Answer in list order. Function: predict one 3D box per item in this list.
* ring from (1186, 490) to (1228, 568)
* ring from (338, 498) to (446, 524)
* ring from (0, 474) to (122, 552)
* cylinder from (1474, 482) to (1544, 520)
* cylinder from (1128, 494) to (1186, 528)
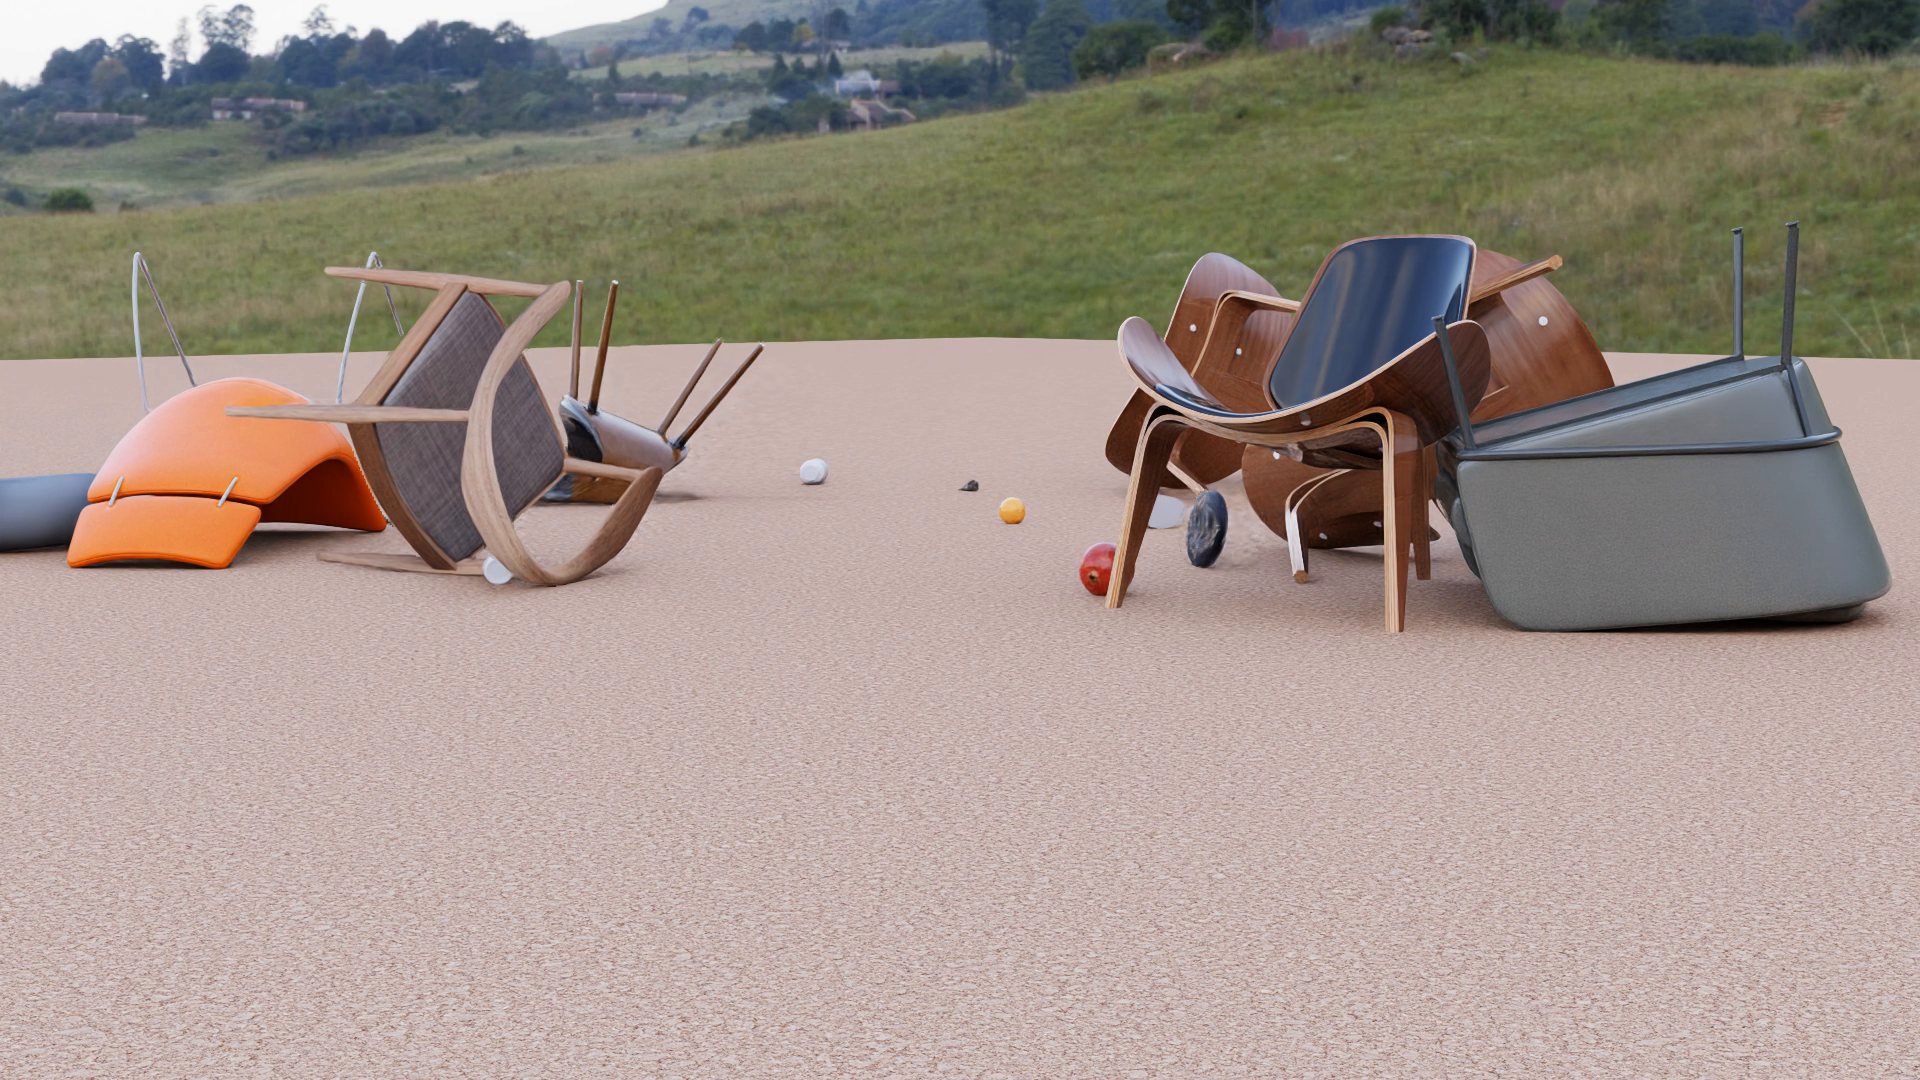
[{"bbox_3d":[0.561,-0.024,5.820,0.043,0.182,0.180,9,33,-16],"label":"ring"},{"bbox_3d":[-1.536,-0.079,6.952,0.168,0.048,0.387,2,7,31],"label":"ring"},{"bbox_3d":[-2.292,-0.066,6.251,0.484,0.165,0.405,-6,5,-22],"label":"ring"},{"bbox_3d":[1.499,-0.108,6.996,0.186,0.094,0.148,1,6,6],"label":"cylinder"},{"bbox_3d":[0.516,-0.076,6.735,0.133,0.086,0.078,-4,7,-18],"label":"cylinder"}]
